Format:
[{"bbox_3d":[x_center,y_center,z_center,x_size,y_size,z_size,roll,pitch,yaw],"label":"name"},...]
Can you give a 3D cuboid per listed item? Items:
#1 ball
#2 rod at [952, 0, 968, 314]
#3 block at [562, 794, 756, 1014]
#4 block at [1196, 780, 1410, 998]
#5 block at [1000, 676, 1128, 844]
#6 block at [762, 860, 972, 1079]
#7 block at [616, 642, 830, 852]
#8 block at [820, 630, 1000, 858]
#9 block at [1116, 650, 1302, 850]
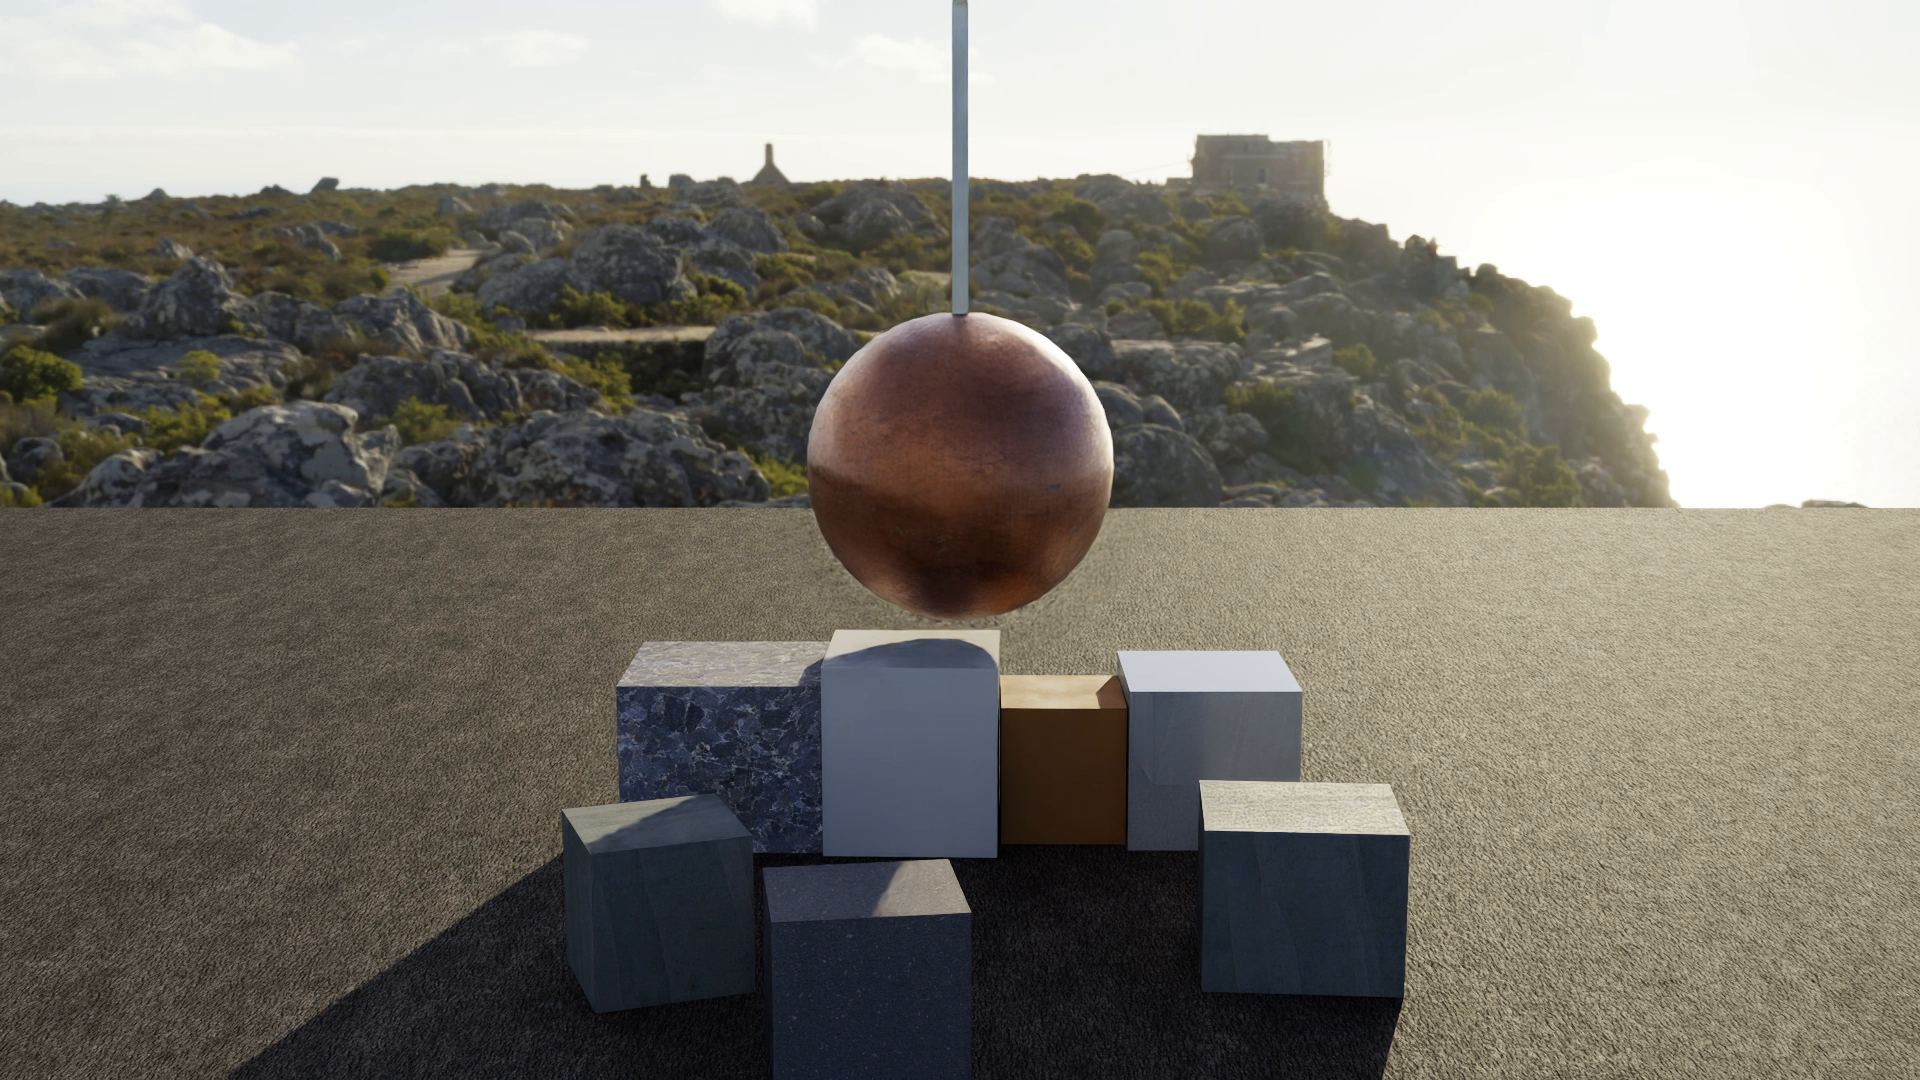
[{"bbox_3d":[0.000,-0.384,11.438,1.600,1.600,1.600,0,10,0],"label":"ball"},{"bbox_3d":[0.000,-3.692,10.651,0.080,5.200,0.080,0,13,0],"label":"rod"},{"bbox_3d":[-1.280,1.521,9.303,0.672,0.679,0.636,-4,11,-20],"label":"block"},{"bbox_3d":[1.453,1.483,9.448,0.835,0.702,0.724,1,10,4],"label":"block"},{"bbox_3d":[0.523,1.128,11.385,0.627,0.708,0.687,0,10,0],"label":"block"},{"bbox_3d":[-0.367,1.671,8.436,0.738,0.693,0.619,-1,10,-8],"label":"block"},{"bbox_3d":[-1.188,1.053,11.381,1.007,0.856,0.981,0,10,0],"label":"block"},{"bbox_3d":[-0.236,1.024,11.245,0.866,0.962,0.850,0,10,2],"label":"block"},{"bbox_3d":[1.266,1.073,11.370,0.854,0.820,0.876,0,10,0],"label":"block"}]
